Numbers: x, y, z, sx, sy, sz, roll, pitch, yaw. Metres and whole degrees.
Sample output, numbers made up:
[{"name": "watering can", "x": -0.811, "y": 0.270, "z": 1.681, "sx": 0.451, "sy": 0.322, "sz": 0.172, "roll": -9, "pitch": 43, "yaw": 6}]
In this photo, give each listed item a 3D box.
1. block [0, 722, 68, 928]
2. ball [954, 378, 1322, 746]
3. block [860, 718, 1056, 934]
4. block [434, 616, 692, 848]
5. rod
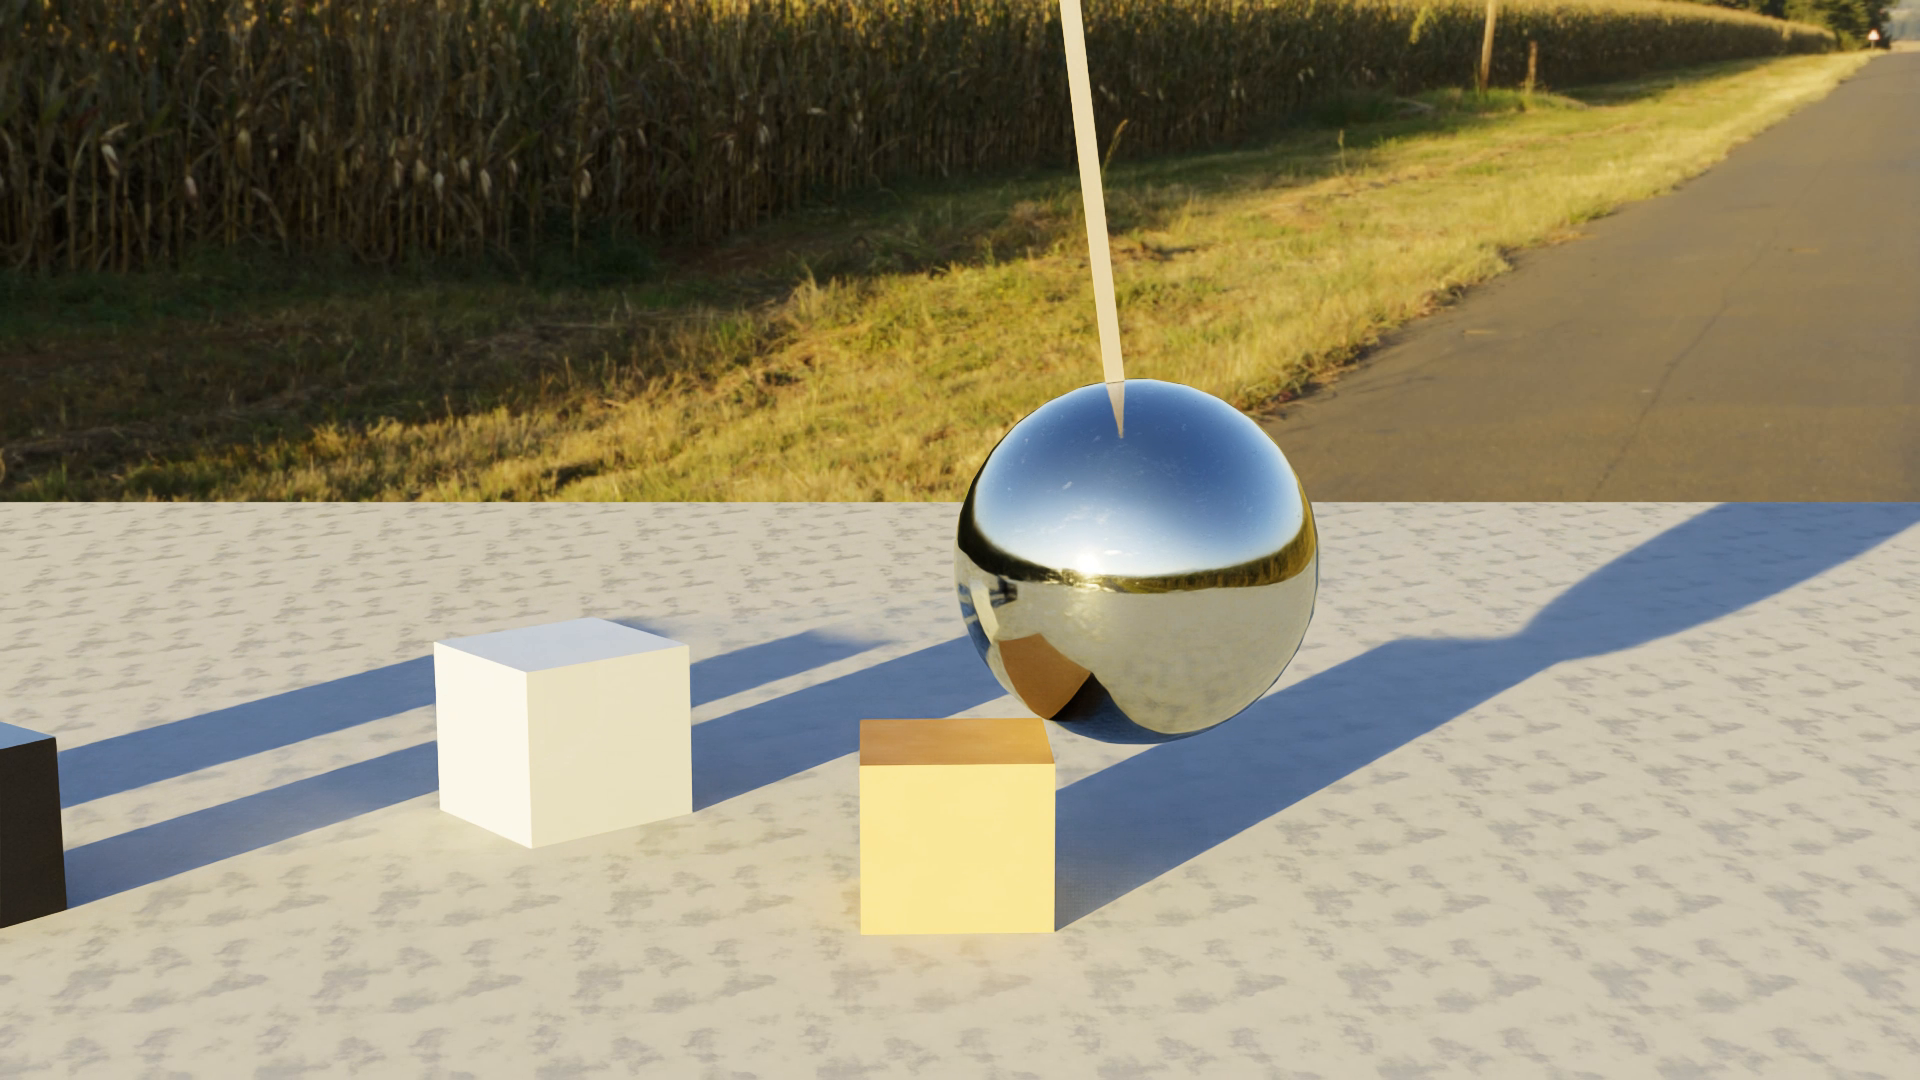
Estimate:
[{"name": "block", "x": -4.286, "y": 1.218, "z": 10.747, "sx": 0.647, "sy": 0.759, "sz": 0.760, "roll": 8, "pitch": 13, "yaw": 37}, {"name": "ball", "x": 0.770, "y": 0.094, "z": 11.197, "sx": 1.600, "sy": 1.600, "sz": 1.600, "roll": 0, "pitch": 10, "yaw": 0}, {"name": "block", "x": -0.024, "y": 1.205, "z": 10.923, "sx": 0.799, "sy": 0.721, "sz": 0.764, "roll": 0, "pitch": 10, "yaw": -2}, {"name": "block", "x": -1.900, "y": 0.900, "z": 12.299, "sx": 0.890, "sy": 0.828, "sz": 0.843, "roll": -9, "pitch": 13, "yaw": -40}, {"name": "rod", "x": 0.334, "y": -3.223, "z": 10.594, "sx": 0.080, "sy": 5.200, "sz": 0.080, "roll": -7, "pitch": 10, "yaw": 1}]
